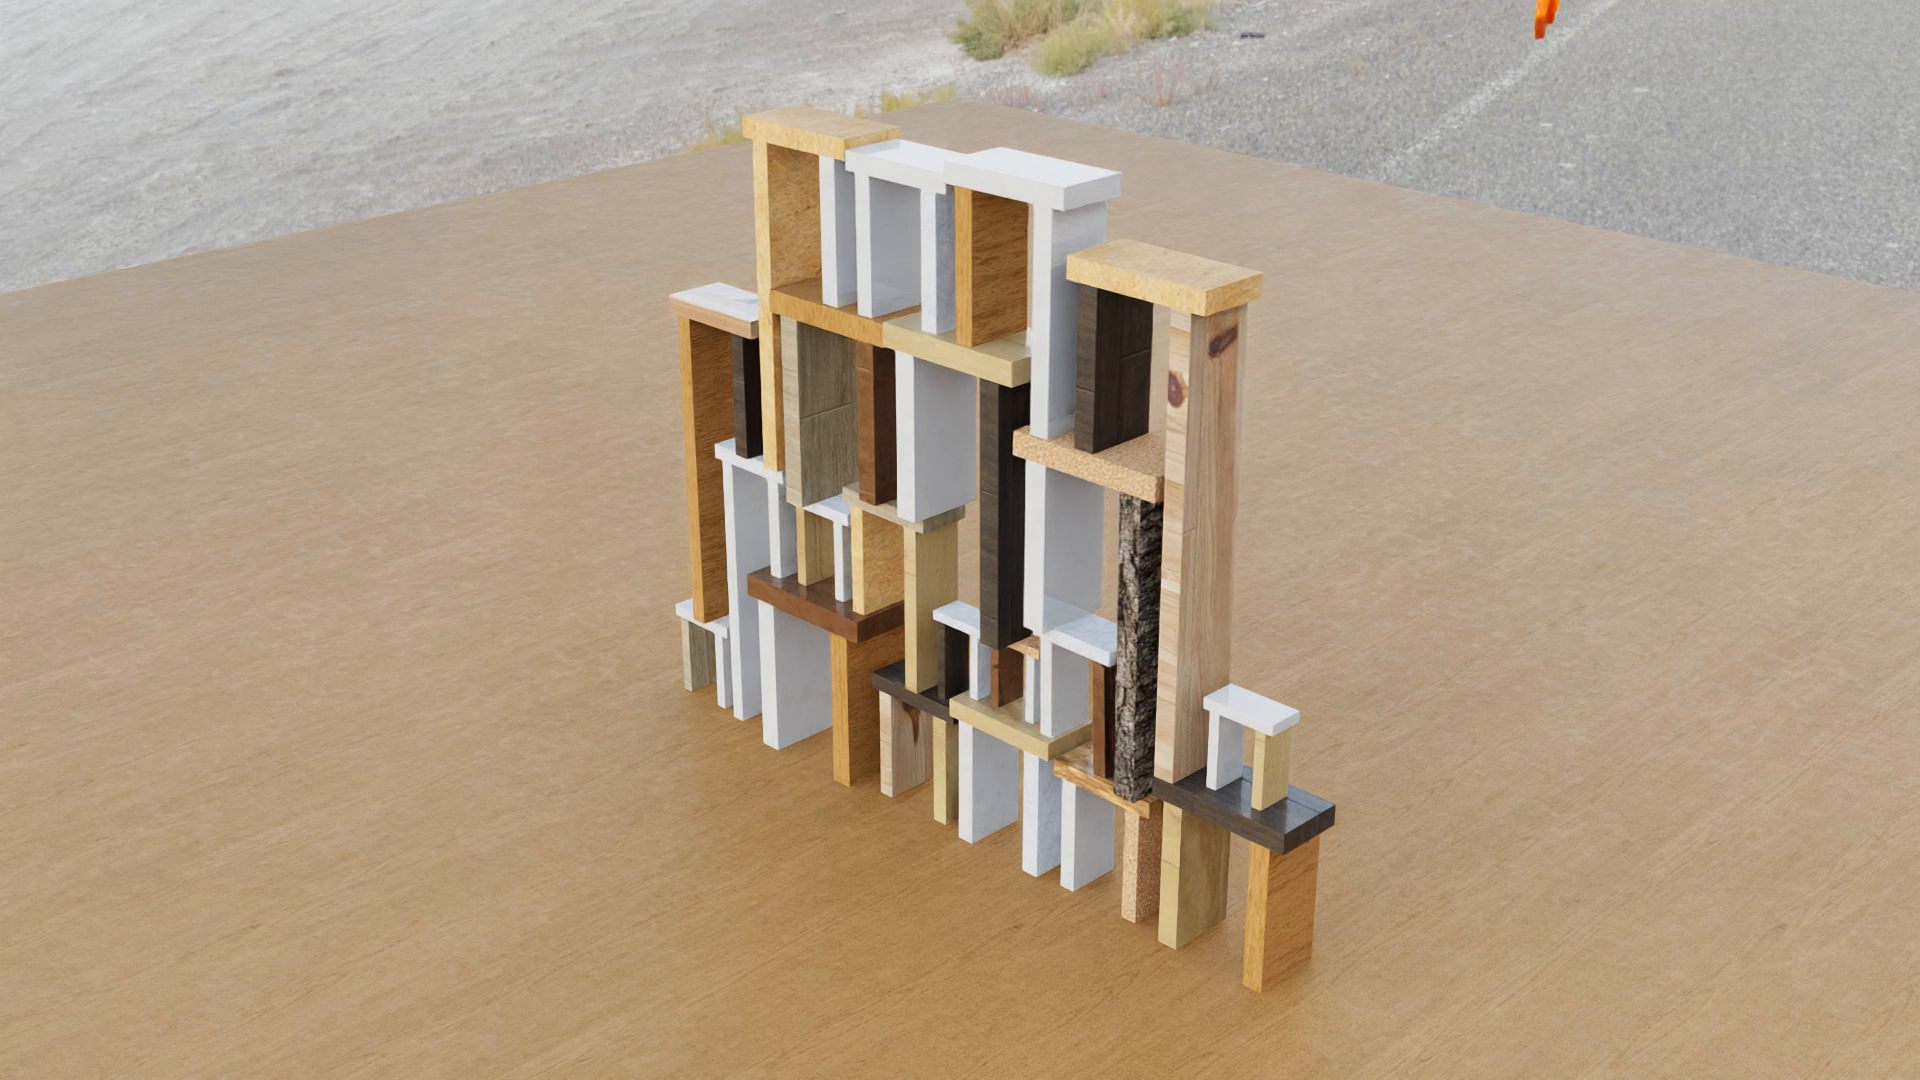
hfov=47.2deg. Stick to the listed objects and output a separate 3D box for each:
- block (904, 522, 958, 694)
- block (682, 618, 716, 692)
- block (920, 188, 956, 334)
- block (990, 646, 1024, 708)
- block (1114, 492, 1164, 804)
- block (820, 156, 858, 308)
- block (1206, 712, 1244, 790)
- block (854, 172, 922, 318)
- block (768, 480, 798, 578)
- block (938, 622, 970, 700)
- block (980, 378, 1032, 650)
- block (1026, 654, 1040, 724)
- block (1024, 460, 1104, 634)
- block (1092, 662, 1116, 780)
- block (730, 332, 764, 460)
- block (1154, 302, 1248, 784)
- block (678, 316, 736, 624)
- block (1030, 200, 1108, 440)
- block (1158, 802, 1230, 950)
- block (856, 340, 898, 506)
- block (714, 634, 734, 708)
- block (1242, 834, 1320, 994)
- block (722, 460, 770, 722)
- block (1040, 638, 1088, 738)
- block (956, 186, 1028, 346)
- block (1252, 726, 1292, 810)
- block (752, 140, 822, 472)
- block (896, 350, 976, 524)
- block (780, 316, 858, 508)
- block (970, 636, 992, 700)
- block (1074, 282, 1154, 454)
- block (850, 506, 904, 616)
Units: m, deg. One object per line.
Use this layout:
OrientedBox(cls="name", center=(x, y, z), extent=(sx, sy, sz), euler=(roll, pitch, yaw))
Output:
OrientedBox(cls="block", center=(-0.056, 0.123, 4.338), extent=(0.115, 0.350, 0.033), euler=(-21, 31, -41))
OrientedBox(cls="block", center=(-0.582, 0.244, 4.958), extent=(0.025, 0.177, 0.089), euler=(21, 31, 41))
OrientedBox(cls="block", center=(-0.010, -0.519, 4.008), extent=(0.132, 0.264, 0.037), euler=(-21, 31, -40))
OrientedBox(cls="block", center=(0.091, 0.247, 4.235), extent=(0.070, 0.139, 0.020), euler=(-21, 31, -40))
OrientedBox(cls="block", center=(0.351, 0.173, 3.917), extent=(0.047, 0.591, 0.164), euler=(21, 31, 41))
OrientedBox(cls="block", center=(-0.197, -0.599, 4.185), extent=(0.041, 0.287, 0.144), euler=(21, 31, 41))
OrientedBox(cls="block", center=(0.468, 0.358, 3.868), extent=(0.075, 0.150, 0.021), euler=(-21, 31, -41))
OrientedBox(cls="block", center=(-0.133, -0.564, 4.122), extent=(0.037, 0.271, 0.132), euler=(21, 31, 41))
OrientedBox(cls="block", center=(-0.346, -0.038, 4.582), extent=(0.031, 0.217, 0.108), euler=(21, 31, 40))
OrientedBox(cls="block", center=(-0.013, 0.227, 4.328), extent=(0.019, 0.166, 0.067), euler=(21, 31, 40))
OrientedBox(cls="block", center=(0.113, -0.065, 4.069), extent=(0.167, 0.525, 0.047), euler=(-21, 31, -40))
OrientedBox(cls="block", center=(0.157, 0.273, 4.174), extent=(0.070, 0.139, 0.020), euler=(-21, 31, -40))
OrientedBox(cls="block", center=(0.191, -0.009, 4.009), extent=(0.047, 0.329, 0.164), euler=(21, 31, 40))
OrientedBox(cls="block", center=(0.289, 0.314, 4.037), extent=(0.100, 0.234, 0.028), euler=(-23, 32, -39))
OrientedBox(cls="block", center=(-0.404, -0.310, 4.529), extent=(0.132, 0.264, 0.037), euler=(-21, 31, -40))
OrientedBox(cls="block", center=(0.412, 0.006, 3.782), extent=(0.149, 0.867, 0.042), euler=(-21, 31, -41))
OrientedBox(cls="block", center=(-0.526, -0.160, 4.729), extent=(0.037, 0.696, 0.132), euler=(21, 31, 41))
OrientedBox(cls="block", center=(0.189, -0.392, 3.839), extent=(0.041, 0.416, 0.144), euler=(21, 31, 40))
OrientedBox(cls="block", center=(0.429, 0.585, 4.007), extent=(0.041, 0.293, 0.146), euler=(21, 31, 41))
OrientedBox(cls="block", center=(-0.122, -0.245, 4.256), extent=(0.164, 0.328, 0.046), euler=(-21, 31, -40))
OrientedBox(cls="block", center=(-0.498, 0.277, 4.881), extent=(0.025, 0.177, 0.089), euler=(21, 31, 41))
OrientedBox(cls="block", center=(0.567, 0.639, 3.880), extent=(0.041, 0.292, 0.146), euler=(21, 31, 41))
OrientedBox(cls="block", center=(-0.449, 0.100, 4.752), extent=(0.108, 0.604, 0.031), euler=(-21, 31, -41))
OrientedBox(cls="block", center=(0.196, 0.261, 4.123), extent=(0.100, 0.200, 0.028), euler=(-20, 29, -39))
OrientedBox(cls="block", center=(0.057, -0.503, 3.940), extent=(0.144, 0.287, 0.041), euler=(-21, 31, -40))
OrientedBox(cls="block", center=(0.539, 0.386, 3.803), extent=(0.075, 0.150, 0.021), euler=(-21, 31, -41))
OrientedBox(cls="block", center=(-0.334, -0.474, 4.386), extent=(0.041, 0.675, 0.144), euler=(21, 31, 40))
OrientedBox(cls="block", center=(-0.044, -0.215, 4.177), extent=(0.047, 0.334, 0.167), euler=(21, 31, 40))
OrientedBox(cls="block", center=(-0.276, -0.275, 4.410), extent=(0.046, 0.393, 0.164), euler=(21, 31, 40))
OrientedBox(cls="block", center=(0.050, 0.237, 4.264), extent=(0.067, 0.134, 0.019), euler=(-21, 31, -41))
OrientedBox(cls="block", center=(0.267, -0.312, 3.801), extent=(0.042, 0.299, 0.149), euler=(21, 31, 40))
OrientedBox(cls="block", center=(-0.164, 0.026, 4.415), extent=(0.033, 0.229, 0.115), euler=(21, 31, 41))
